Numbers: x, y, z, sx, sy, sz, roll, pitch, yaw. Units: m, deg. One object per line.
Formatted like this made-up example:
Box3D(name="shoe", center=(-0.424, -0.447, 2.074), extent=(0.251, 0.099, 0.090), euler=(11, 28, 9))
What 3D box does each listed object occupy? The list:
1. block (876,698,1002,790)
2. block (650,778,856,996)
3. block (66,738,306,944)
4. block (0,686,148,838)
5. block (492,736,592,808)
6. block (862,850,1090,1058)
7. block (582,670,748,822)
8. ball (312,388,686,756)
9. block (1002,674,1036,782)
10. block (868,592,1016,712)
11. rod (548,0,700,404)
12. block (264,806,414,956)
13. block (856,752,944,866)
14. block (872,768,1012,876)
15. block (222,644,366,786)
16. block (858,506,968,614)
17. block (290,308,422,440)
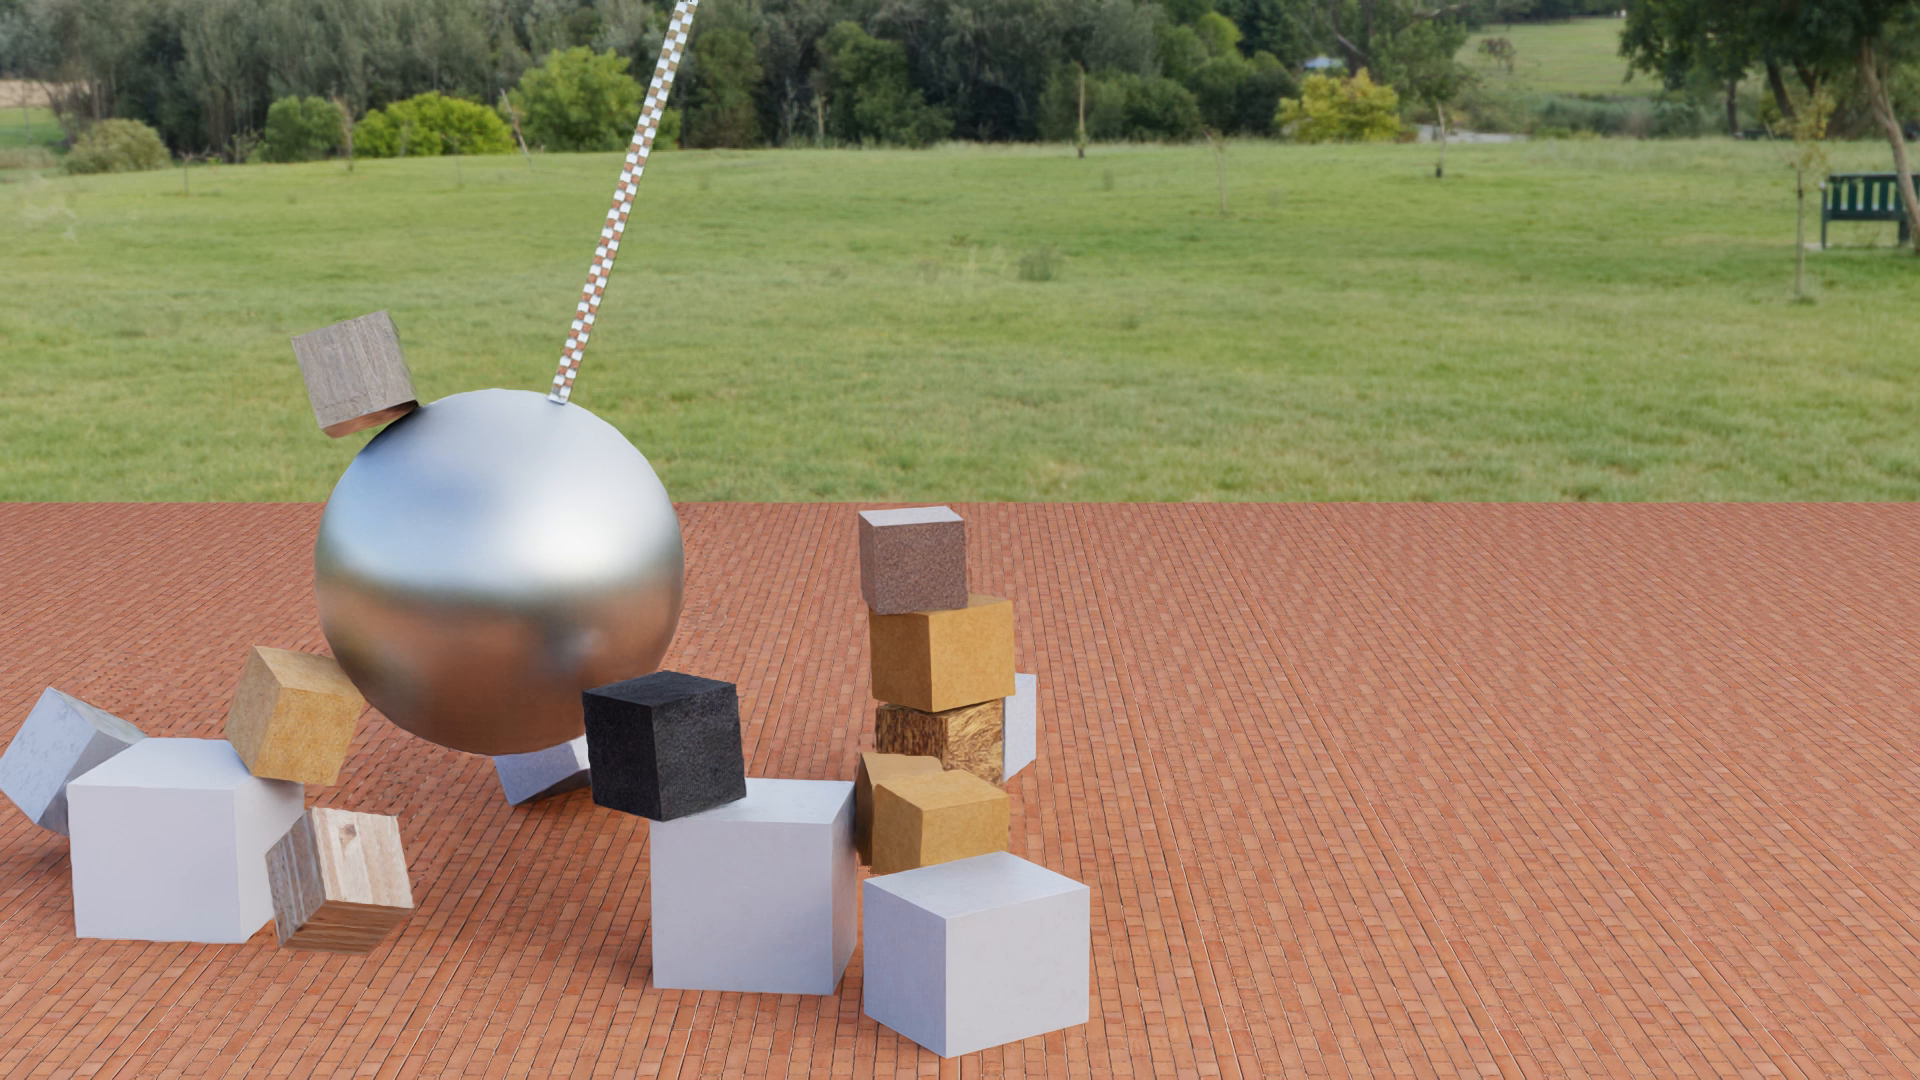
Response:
Box3D(name="block", center=(-0.101, 1.029, 12.568), extent=(0.414, 0.479, 0.503), euler=(6, 12, 31))
Box3D(name="block", center=(-0.807, 1.359, 10.168), extent=(0.707, 0.687, 0.597), euler=(1, 10, 7))
Box3D(name="block", center=(-3.242, 1.256, 10.830), extent=(0.707, 0.654, 0.760), euler=(1, 10, 6))
Box3D(name="block", center=(-3.951, 1.053, 11.603), extent=(0.495, 0.486, 0.503), euler=(28, -6, 41))
Box3D(name="block", center=(-1.916, 0.859, 12.489), extent=(0.594, 0.637, 0.549), euler=(-28, -11, 40))
Box3D(name="block", center=(0.059, 1.540, 9.618), extent=(0.647, 0.528, 0.552), euler=(-7, 12, -34))
Box3D(name="block", center=(-1.157, 0.800, 10.039), extent=(0.406, 0.455, 0.465), euler=(-13, 13, -41))
Box3D(name="ball", center=(-2.001, 0.139, 11.206), extent=(1.600, 1.600, 1.600), euler=(0, 10, 0))
Box3D(name="block", center=(0.111, 0.942, 13.146), extent=(0.426, 0.443, 0.481), euler=(4, 11, 20))
Box3D(name="block", center=(-0.087, 0.537, 12.571), extent=(0.525, 0.472, 0.471), euler=(-9, 11, -39))
Box3D(name="rod", center=(-0.867, -3.014, 10.632), extent=(0.080, 5.200, 0.080), euler=(19, 10, -3))
Box3D(name="block", center=(-2.362, 1.299, 9.754), extent=(0.367, 0.403, 0.362), euler=(14, -45, -41))
Box3D(name="block", center=(-0.242, 1.099, 10.417), extent=(0.324, 0.327, 0.343), euler=(5, 24, -14))
Box3D(name="block", center=(-0.075, 1.146, 10.019), extent=(0.402, 0.365, 0.352), euler=(-6, 16, -32))
Box3D(name="block", center=(-2.804, 0.738, 10.791), extent=(0.367, 0.410, 0.416), euler=(13, 15, -37))
Box3D(name="block", center=(-0.233, 0.095, 12.515), extent=(0.444, 0.430, 0.510), euler=(-4, 9, -10))
Box3D(name="block", center=(-2.604, -0.714, 11.110), extent=(0.415, 0.408, 0.427), euler=(-18, -2, -7))
